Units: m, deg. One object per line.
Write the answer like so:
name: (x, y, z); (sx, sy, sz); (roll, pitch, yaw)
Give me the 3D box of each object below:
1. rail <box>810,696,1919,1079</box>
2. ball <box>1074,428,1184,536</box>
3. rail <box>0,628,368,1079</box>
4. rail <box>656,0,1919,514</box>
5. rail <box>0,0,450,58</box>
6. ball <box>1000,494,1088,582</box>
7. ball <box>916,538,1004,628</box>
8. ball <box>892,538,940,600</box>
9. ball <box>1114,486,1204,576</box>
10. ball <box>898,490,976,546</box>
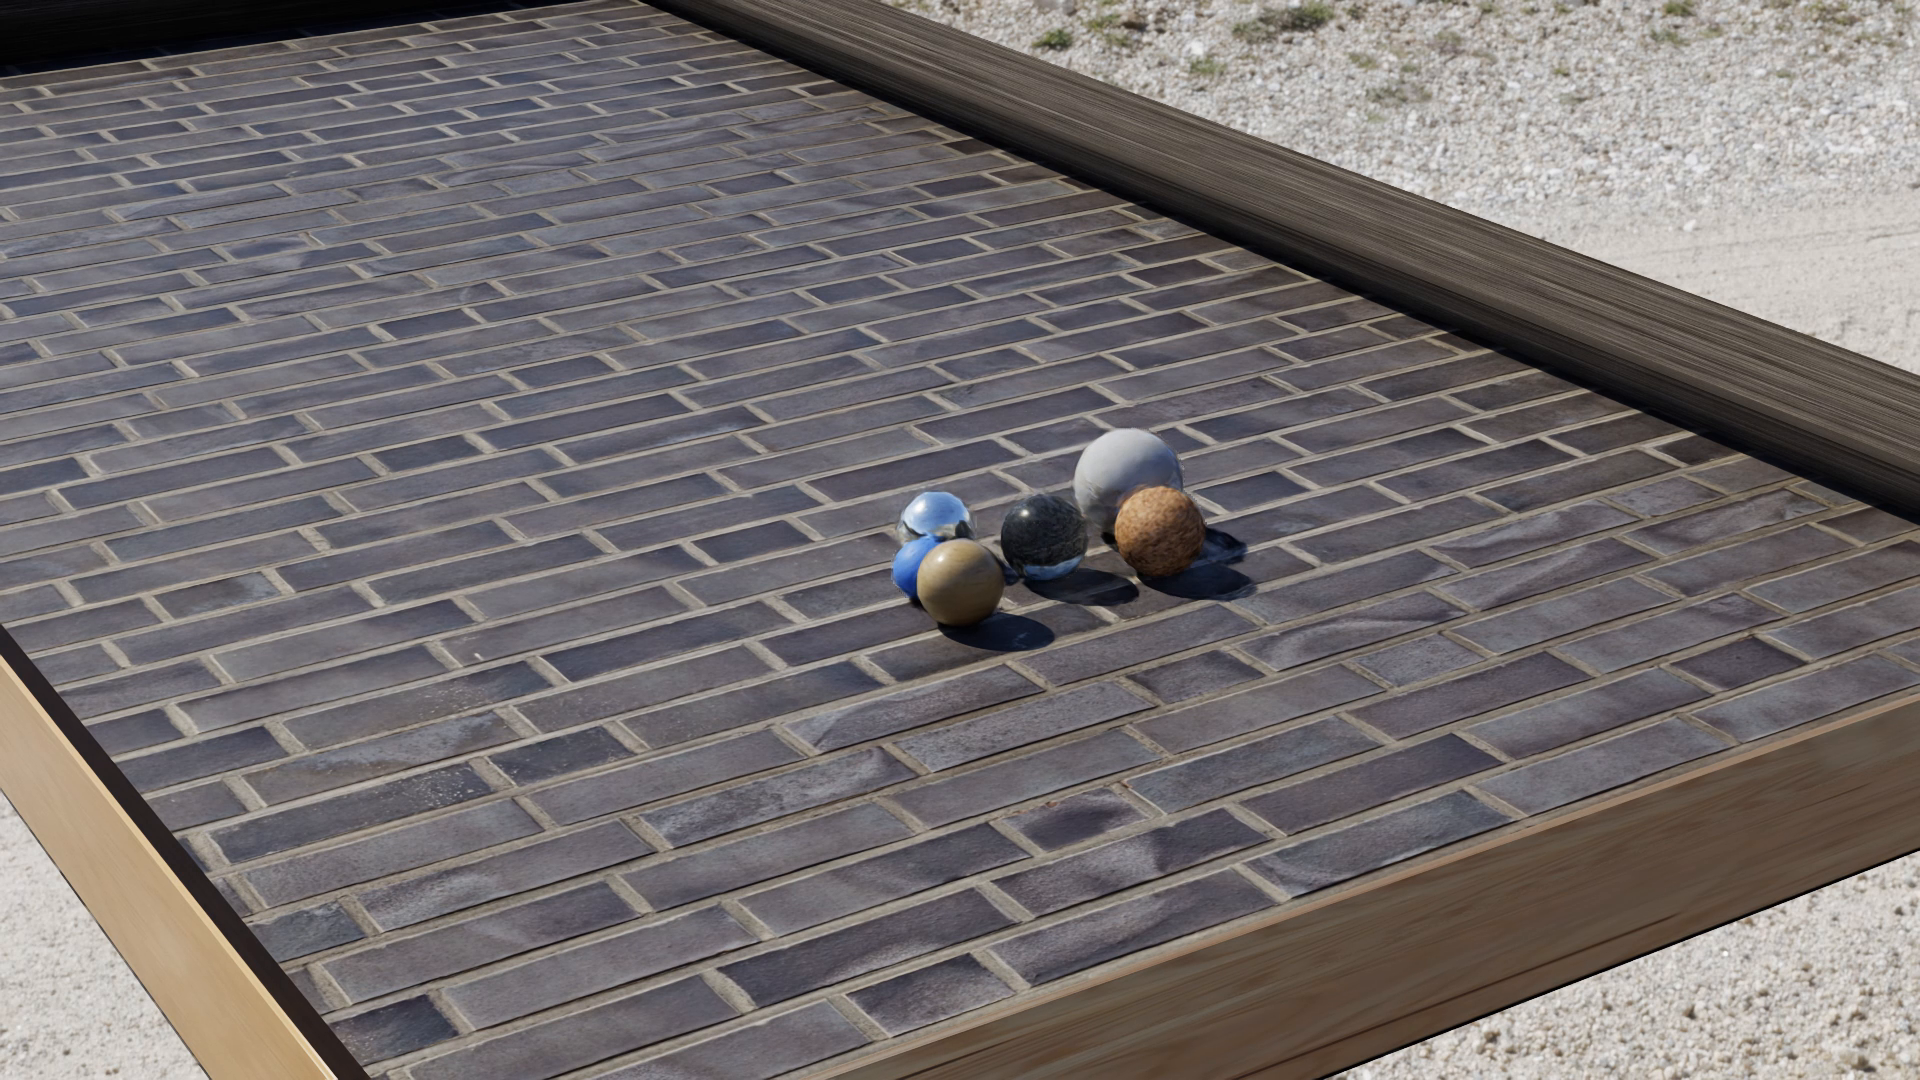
rail: (0.375, 0.203, 1.791); (1.504, 0.118, 0.045); (-14, 27, -30)
ball: (0.139, -0.047, 2.421); (0.091, 0.091, 0.091); (0, 23, 0)
rail: (-1.002, -0.110, 2.532); (0.045, 0.118, 2.884); (-14, 27, -30)
rail: (0.226, -0.414, 3.254); (0.045, 0.118, 2.884); (-14, 27, -30)
rail: (-1.151, -0.727, 3.994); (1.504, 0.118, 0.045); (-14, 27, -30)
ball: (0.067, -0.002, 2.340); (0.070, 0.070, 0.070); (0, 23, 0)
ball: (0.000, 0.033, 2.260); (0.068, 0.068, 0.068); (0, 23, 0)
ball: (-0.029, 0.023, 2.310); (0.048, 0.048, 0.048); (0, 23, 0)
ball: (0.160, -0.007, 2.349); (0.072, 0.072, 0.072); (0, 23, 0)
ball: (-0.019, -0.009, 2.366); (0.063, 0.063, 0.063); (0, 23, 0)
